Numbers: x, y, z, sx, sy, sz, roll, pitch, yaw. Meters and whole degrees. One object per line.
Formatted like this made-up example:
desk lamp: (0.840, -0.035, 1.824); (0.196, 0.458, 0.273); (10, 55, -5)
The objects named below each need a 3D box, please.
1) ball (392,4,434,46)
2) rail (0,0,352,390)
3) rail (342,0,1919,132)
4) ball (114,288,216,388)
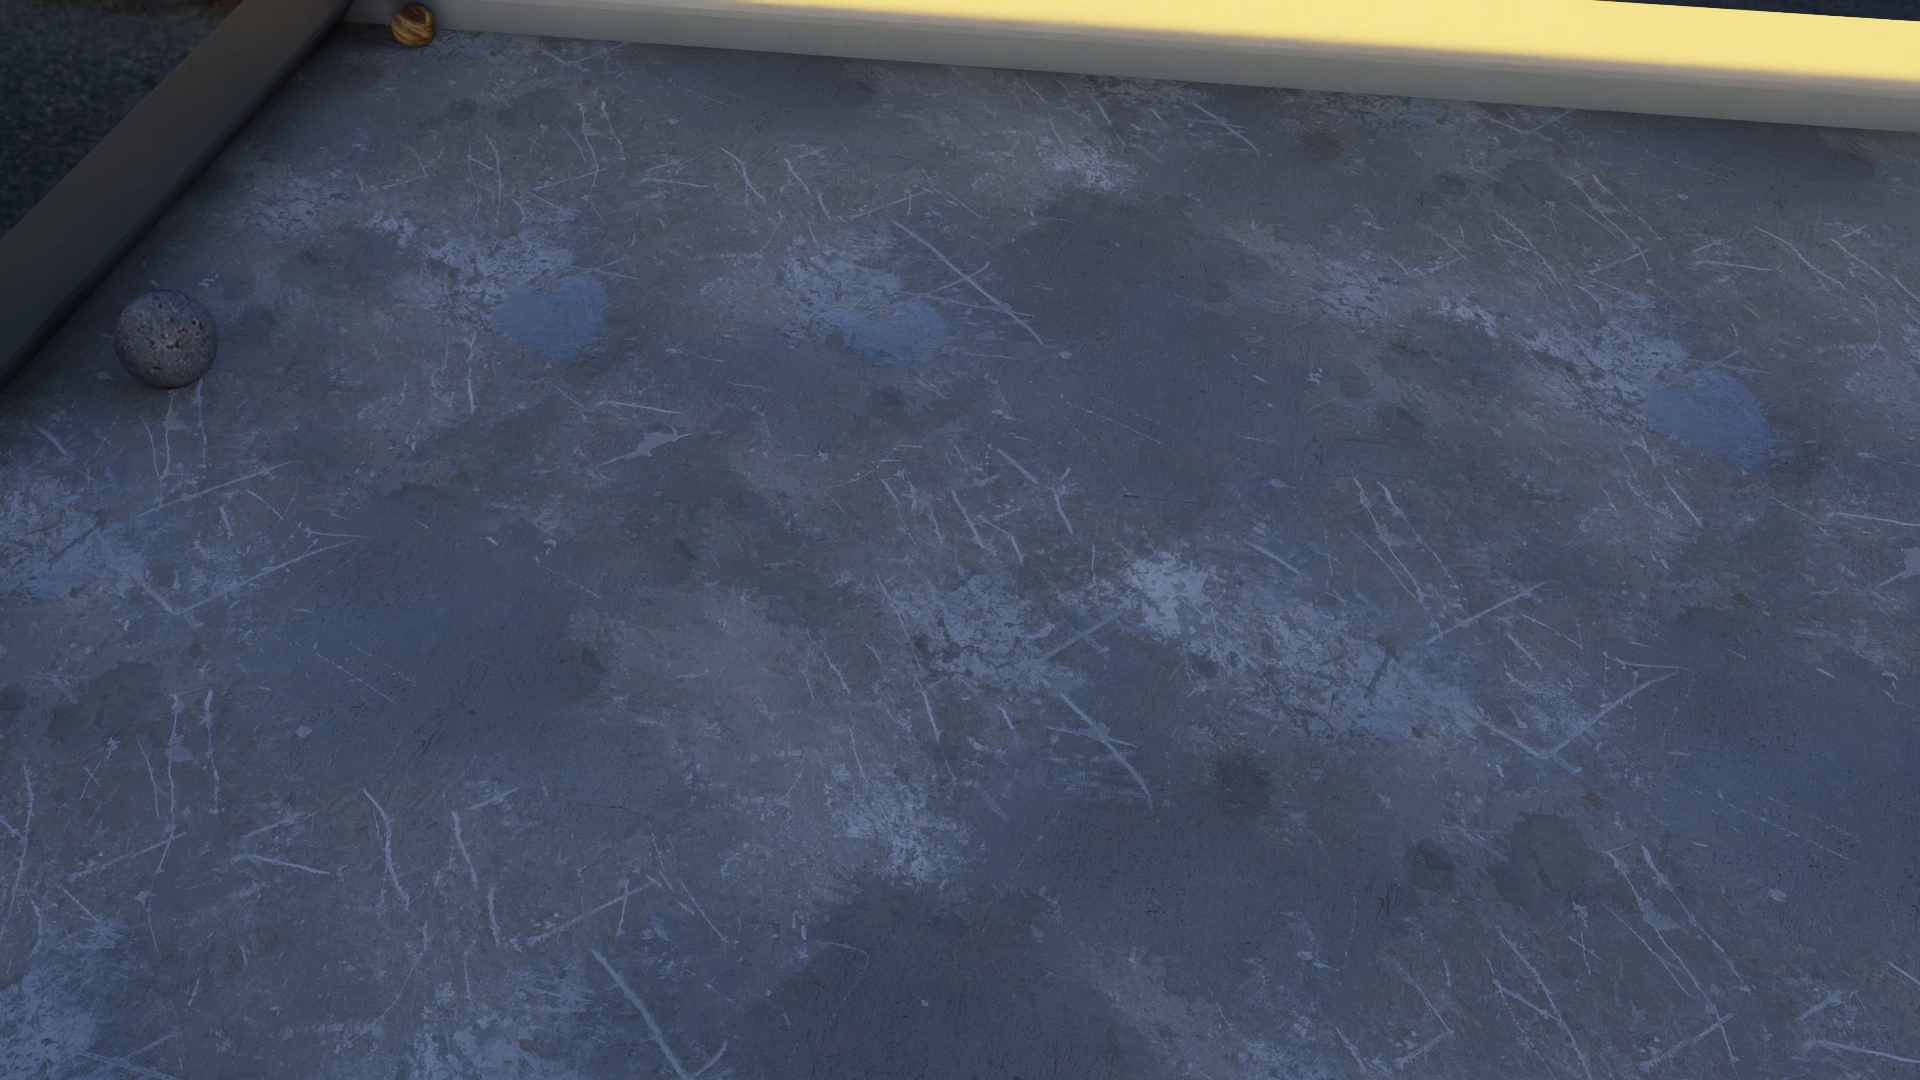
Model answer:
ball: (-0.586, -0.551, 2.748); (0.045, 0.045, 0.045); (0, 35, 0)
rail: (-0.811, -0.100, 2.029); (0.045, 0.116, 1.847); (6, 35, 8)
rail: (0.985, -0.444, 2.529); (3.386, 0.116, 0.045); (6, 35, 8)
ball: (-0.669, -0.170, 2.160); (0.084, 0.084, 0.084); (0, 35, 0)
